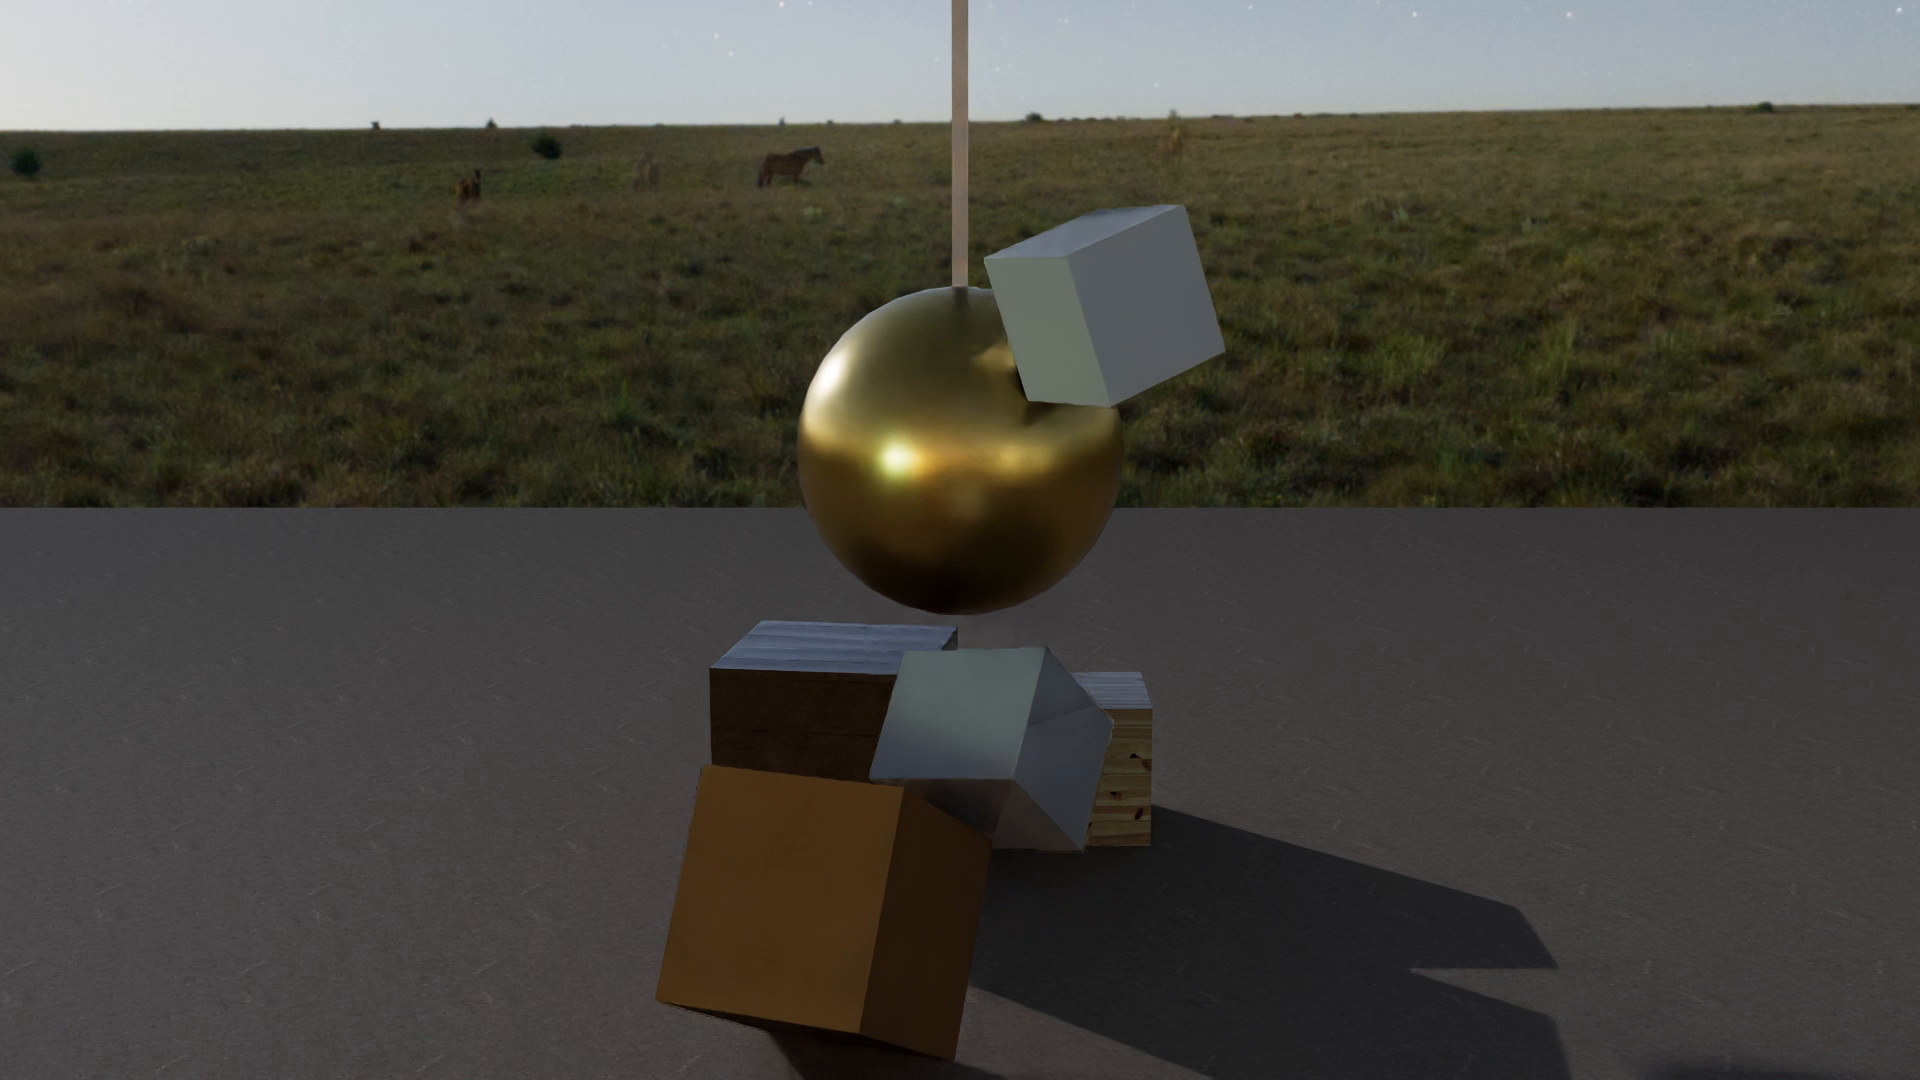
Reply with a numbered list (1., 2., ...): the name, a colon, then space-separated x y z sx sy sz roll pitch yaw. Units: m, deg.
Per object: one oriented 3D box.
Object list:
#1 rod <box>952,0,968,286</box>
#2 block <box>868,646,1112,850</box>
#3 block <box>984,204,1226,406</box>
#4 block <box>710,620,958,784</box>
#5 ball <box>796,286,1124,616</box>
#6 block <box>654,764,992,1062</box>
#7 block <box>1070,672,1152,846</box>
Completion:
1. rod: 0.000 -3.810 10.319 0.080 5.200 0.080 0 7 0
2. block: 0.128 0.832 8.709 0.649 0.568 0.611 -4 -34 31
3. block: 0.639 -1.046 9.764 0.658 0.682 0.665 -26 18 -26
4. block: -0.594 1.045 10.842 1.017 1.066 1.051 2 10 8
5. ball: 0.000 -0.433 10.713 1.600 1.600 1.600 0 10 0
6. block: -0.484 1.421 8.307 0.805 0.870 0.994 4 -17 22
7. block: 0.517 1.122 11.401 0.888 0.714 0.776 0 10 0
